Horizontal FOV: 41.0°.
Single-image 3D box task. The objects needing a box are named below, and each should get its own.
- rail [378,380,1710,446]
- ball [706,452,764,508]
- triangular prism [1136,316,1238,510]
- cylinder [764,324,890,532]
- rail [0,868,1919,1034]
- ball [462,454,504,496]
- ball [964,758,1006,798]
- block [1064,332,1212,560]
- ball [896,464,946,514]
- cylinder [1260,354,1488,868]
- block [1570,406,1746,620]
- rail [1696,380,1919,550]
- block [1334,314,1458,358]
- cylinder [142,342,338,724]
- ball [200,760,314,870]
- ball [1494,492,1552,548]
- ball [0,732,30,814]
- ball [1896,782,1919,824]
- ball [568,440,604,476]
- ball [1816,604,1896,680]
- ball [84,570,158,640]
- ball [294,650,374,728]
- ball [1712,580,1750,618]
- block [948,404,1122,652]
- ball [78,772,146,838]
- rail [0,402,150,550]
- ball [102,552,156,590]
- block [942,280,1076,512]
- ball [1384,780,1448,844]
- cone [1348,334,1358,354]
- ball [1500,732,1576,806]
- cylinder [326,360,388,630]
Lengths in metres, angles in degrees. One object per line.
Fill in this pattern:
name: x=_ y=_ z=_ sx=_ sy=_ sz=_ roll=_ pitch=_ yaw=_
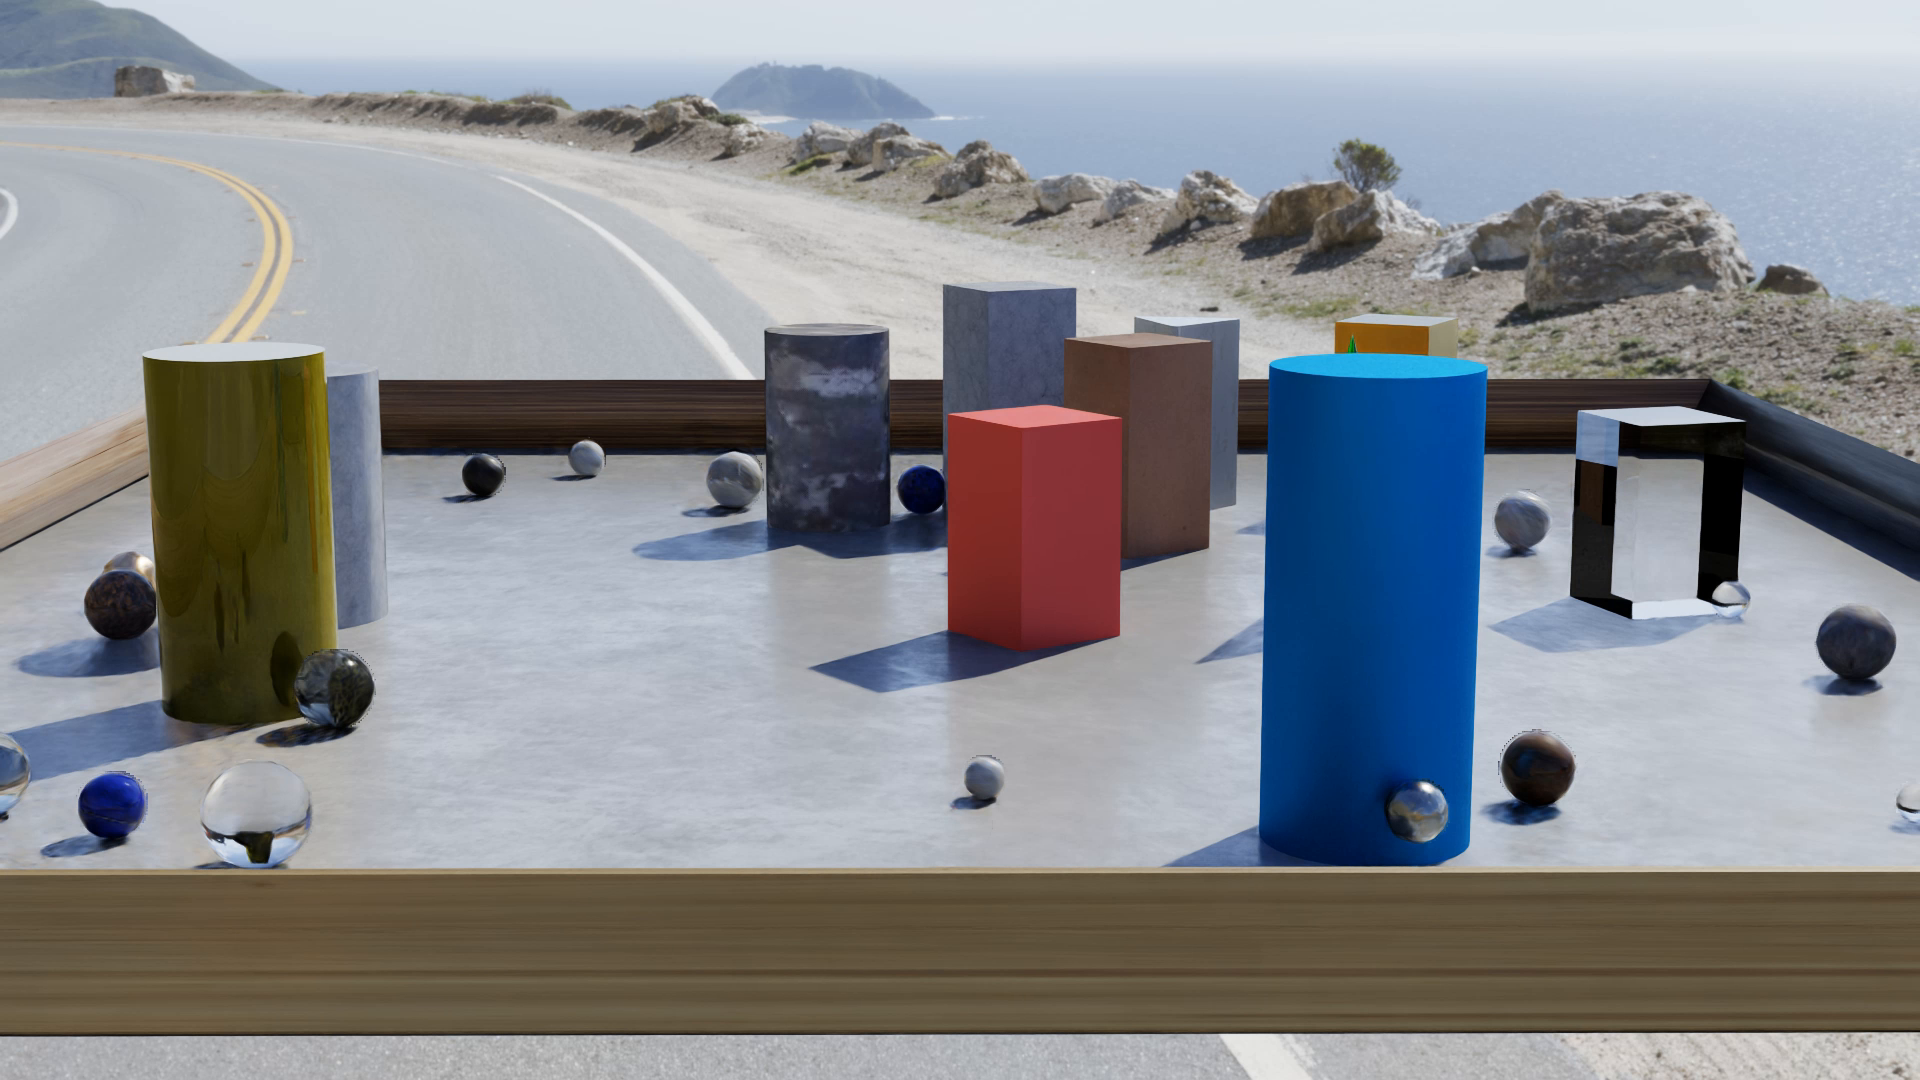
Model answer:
rail: x=-0.009 y=-0.241 z=4.932 sx=2.920 sy=0.130 sz=0.045 roll=0 pitch=10 yaw=0
ball: x=-0.375 y=-0.100 z=4.271 sx=0.094 sy=0.094 sz=0.094 roll=0 pitch=10 yaw=0
triangular prism: x=0.350 y=-0.212 z=4.275 sx=0.150 sy=0.313 sz=0.173 roll=9 pitch=14 yaw=41
cylinder: x=-0.213 y=-0.183 z=4.125 sx=0.200 sy=0.312 sz=0.200 roll=0 pitch=10 yaw=0
rail: x=0.009 y=0.308 z=1.965 sx=2.920 sy=0.130 sz=0.045 roll=0 pitch=10 yaw=0
ball: x=-0.818 y=-0.112 z=4.398 sx=0.072 sy=0.072 sz=0.072 roll=0 pitch=10 yaw=0
ball: x=0.025 y=0.240 z=2.581 sx=0.042 sy=0.042 sz=0.042 roll=0 pitch=10 yaw=0
block: x=0.270 y=-0.147 z=3.915 sx=0.160 sy=0.317 sz=0.160 roll=-7 pitch=13 yaw=-34
ball: x=-0.063 y=-0.082 z=4.208 sx=0.082 sy=0.082 sz=0.082 roll=0 pitch=10 yaw=0
cylinder: x=0.387 y=0.061 z=2.416 sx=0.200 sy=0.453 sz=0.200 roll=0 pitch=10 yaw=0
block: x=0.948 y=-0.040 z=3.493 sx=0.160 sy=0.260 sz=0.160 roll=-3 pitch=11 yaw=-17
rail: x=1.436 y=0.032 z=3.457 sx=0.045 sy=0.130 sz=3.065 roll=0 pitch=10 yaw=0
block: x=0.727 y=-0.213 z=4.289 sx=0.160 sy=0.311 sz=0.160 roll=5 pitch=12 yaw=27
cylinder: x=-0.819 y=-0.012 z=2.934 sx=0.200 sy=0.408 sz=0.200 roll=0 pitch=10 yaw=0
ball: x=-0.645 y=0.252 z=2.354 sx=0.100 sy=0.100 sz=0.100 roll=0 pitch=10 yaw=0
ball: x=0.860 y=-0.030 z=3.921 sx=0.086 sy=0.086 sz=0.086 roll=0 pitch=10 yaw=0
ball: x=-0.957 y=0.229 z=2.511 sx=0.088 sy=0.088 sz=0.088 roll=0 pitch=10 yaw=0
ball: x=0.933 y=0.256 z=2.497 sx=0.041 sy=0.041 sz=0.041 roll=0 pitch=10 yaw=0
ball: x=-0.671 y=-0.147 z=4.613 sx=0.064 sy=0.064 sz=0.064 roll=0 pitch=10 yaw=0
ball: x=1.077 y=0.122 z=3.082 sx=0.090 sy=0.090 sz=0.090 roll=0 pitch=10 yaw=0
ball: x=-1.076 y=0.083 z=3.291 sx=0.091 sy=0.091 sz=0.091 roll=0 pitch=10 yaw=0
ball: x=-0.696 y=0.166 z=2.856 sx=0.086 sy=0.086 sz=0.086 roll=0 pitch=10 yaw=0
ball: x=1.030 y=0.079 z=3.425 sx=0.050 sy=0.050 sz=0.050 roll=0 pitch=10 yaw=0
block: x=0.095 y=-0.019 z=3.313 sx=0.160 sy=0.284 sz=0.160 roll=-7 pitch=13 yaw=-35
ball: x=-0.809 y=0.253 z=2.448 sx=0.063 sy=0.063 sz=0.063 roll=0 pitch=10 yaw=0
rail: x=-1.436 y=0.035 z=3.441 sx=0.045 sy=0.130 sz=3.065 roll=0 pitch=10 yaw=0
ball: x=-1.132 y=0.053 z=3.501 sx=0.074 sy=0.074 sz=0.074 roll=0 pitch=10 yaw=0
block: x=0.080 y=-0.227 z=4.187 sx=0.160 sy=0.375 sz=0.160 roll=-5 pitch=12 yaw=-27
ball: x=0.413 y=0.246 z=2.320 sx=0.057 sy=0.057 sz=0.057 roll=0 pitch=10 yaw=0
cone: x=0.517 y=-0.085 z=3.411 sx=0.200 sy=0.379 sz=0.200 roll=0 pitch=10 yaw=0
ball: x=0.576 y=0.228 z=2.558 sx=0.073 sy=0.073 sz=0.073 roll=0 pitch=10 yaw=0
cylinder: x=-0.869 y=-0.062 z=3.412 sx=0.200 sy=0.332 sz=0.200 roll=0 pitch=10 yaw=0
